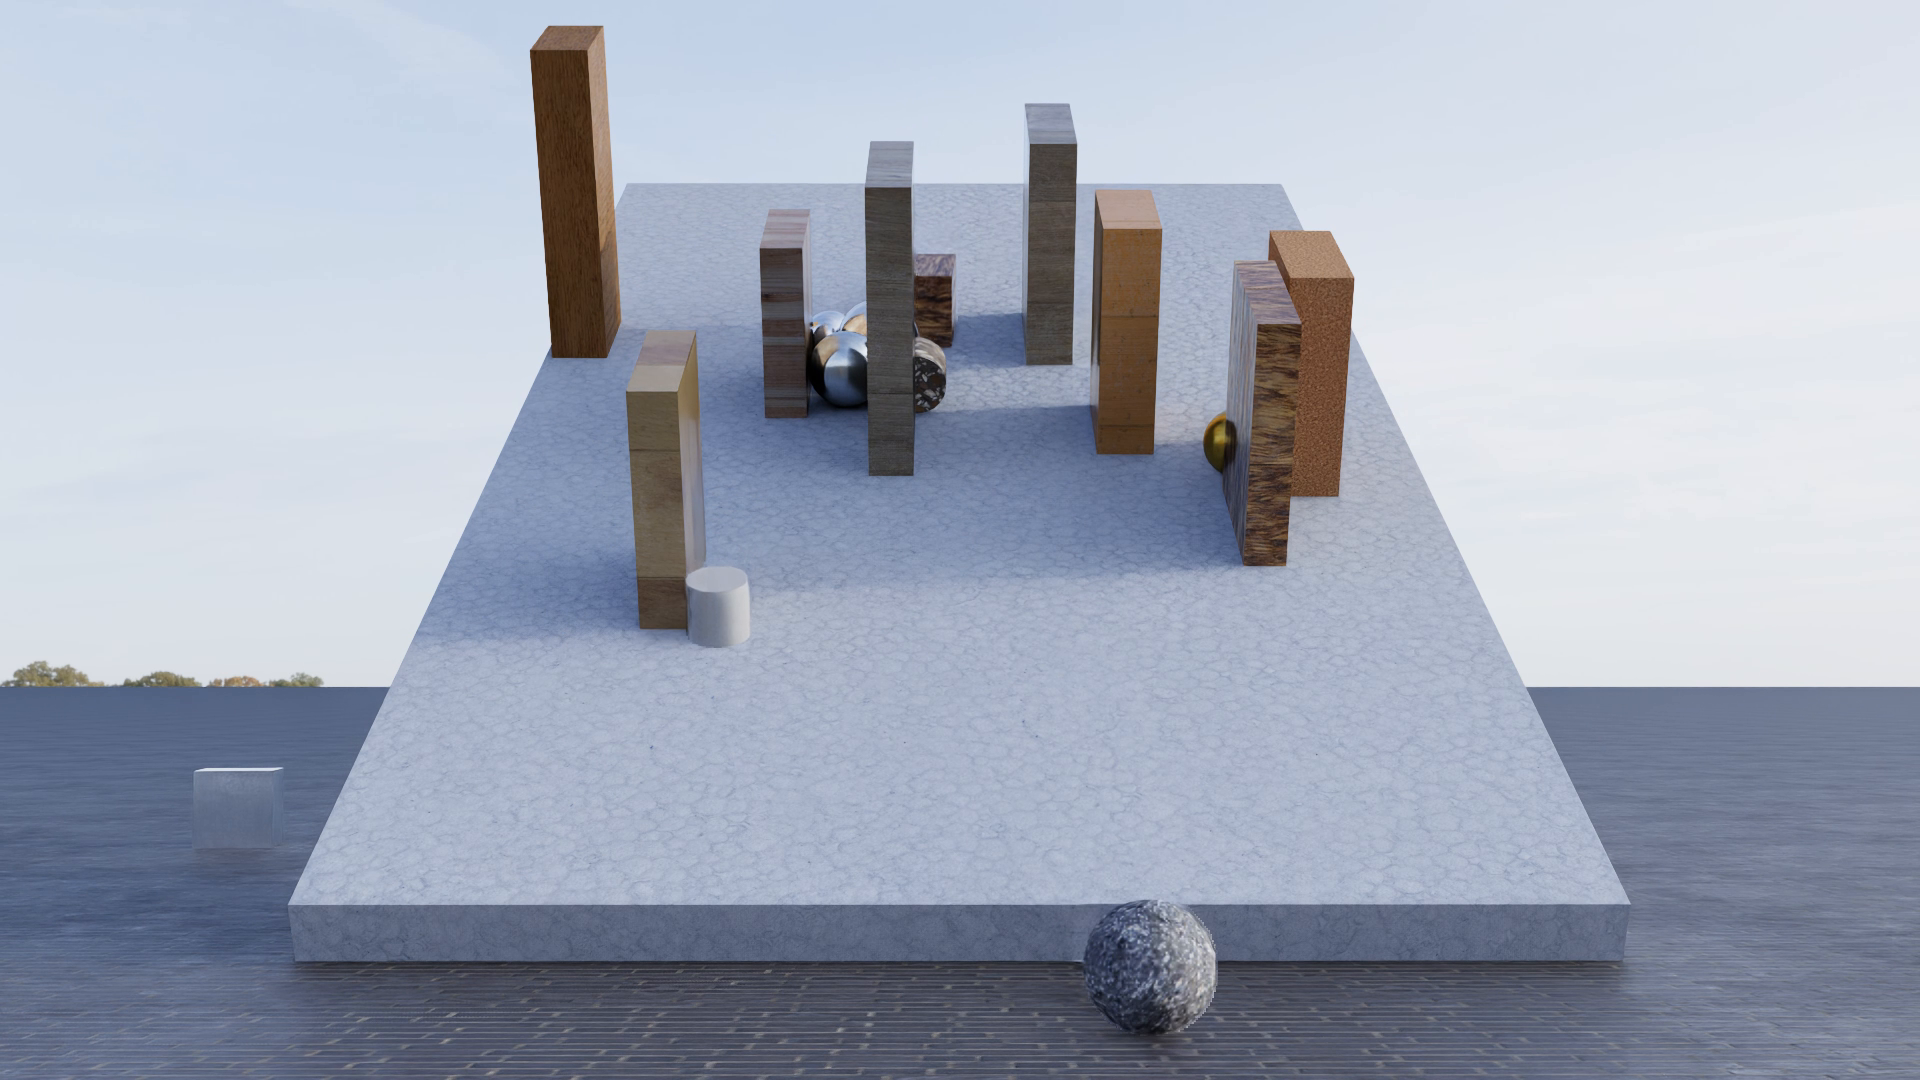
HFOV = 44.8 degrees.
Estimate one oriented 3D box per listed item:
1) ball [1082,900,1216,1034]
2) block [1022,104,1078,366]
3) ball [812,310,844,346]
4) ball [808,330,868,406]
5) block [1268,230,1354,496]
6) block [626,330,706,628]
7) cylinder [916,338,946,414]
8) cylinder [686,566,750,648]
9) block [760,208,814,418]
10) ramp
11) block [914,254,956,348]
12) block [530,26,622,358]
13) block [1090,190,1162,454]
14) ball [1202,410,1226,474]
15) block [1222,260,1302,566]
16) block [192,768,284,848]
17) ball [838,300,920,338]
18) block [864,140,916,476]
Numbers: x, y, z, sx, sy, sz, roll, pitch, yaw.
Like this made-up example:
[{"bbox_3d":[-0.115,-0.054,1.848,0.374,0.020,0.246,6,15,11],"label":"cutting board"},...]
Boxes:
[{"bbox_3d":[0.227,0.511,2.788,0.160,0.160,0.160,0,-3,0],"label":"ball"},{"bbox_3d":[0.216,-0.752,5.694,0.112,0.545,0.396,0,24,0],"label":"block"},{"bbox_3d":[-0.313,-0.487,5.604,0.131,0.131,0.131,0,-3,0],"label":"ball"},{"bbox_3d":[-0.261,-0.393,5.343,0.174,0.174,0.174,0,-3,0],"label":"ball"},{"bbox_3d":[0.730,-0.378,4.941,0.130,0.479,0.332,0,24,0],"label":"block"},{"bbox_3d":[-0.547,-0.117,4.364,0.091,0.468,0.331,0,24,0],"label":"block"},{"bbox_3d":[-0.100,-0.380,5.361,0.137,0.137,0.137,0,24,0],"label":"cylinder"},{"bbox_3d":[-0.443,0.123,4.263,0.114,0.114,0.114,0,24,0],"label":"cylinder"},{"bbox_3d":[-0.396,-0.524,5.357,0.095,0.401,0.312,0,24,0],"label":"block"},{"bbox_3d":[-0.008,-0.228,5.312,2.000,0.100,4.000,0,24,0],"label":"ramp"},{"bbox_3d":[-0.106,-0.598,5.791,0.182,0.182,0.182,1,24,3],"label":"block"},{"bbox_3d":[-0.925,-0.841,5.636,0.133,0.750,0.275,0,24,0],"label":"block"},{"bbox_3d":[0.362,-0.483,5.136,0.124,0.511,0.306,0,24,0],"label":"block"},{"bbox_3d":[0.592,-0.208,4.967,0.146,0.146,0.146,0,-3,0],"label":"ball"},{"bbox_3d":[0.598,-0.258,4.647,0.083,0.500,0.398,0,24,0],"label":"block"},{"bbox_3d":[-1.845,0.684,5.955,0.194,0.194,0.194,1,-3,-9],"label":"block"},{"bbox_3d":[-0.192,-0.472,5.496,0.195,0.195,0.195,0,-3,0],"label":"ball"},{"bbox_3d":[-0.148,-0.503,5.026,0.095,0.634,0.373,0,24,0],"label":"block"}]
